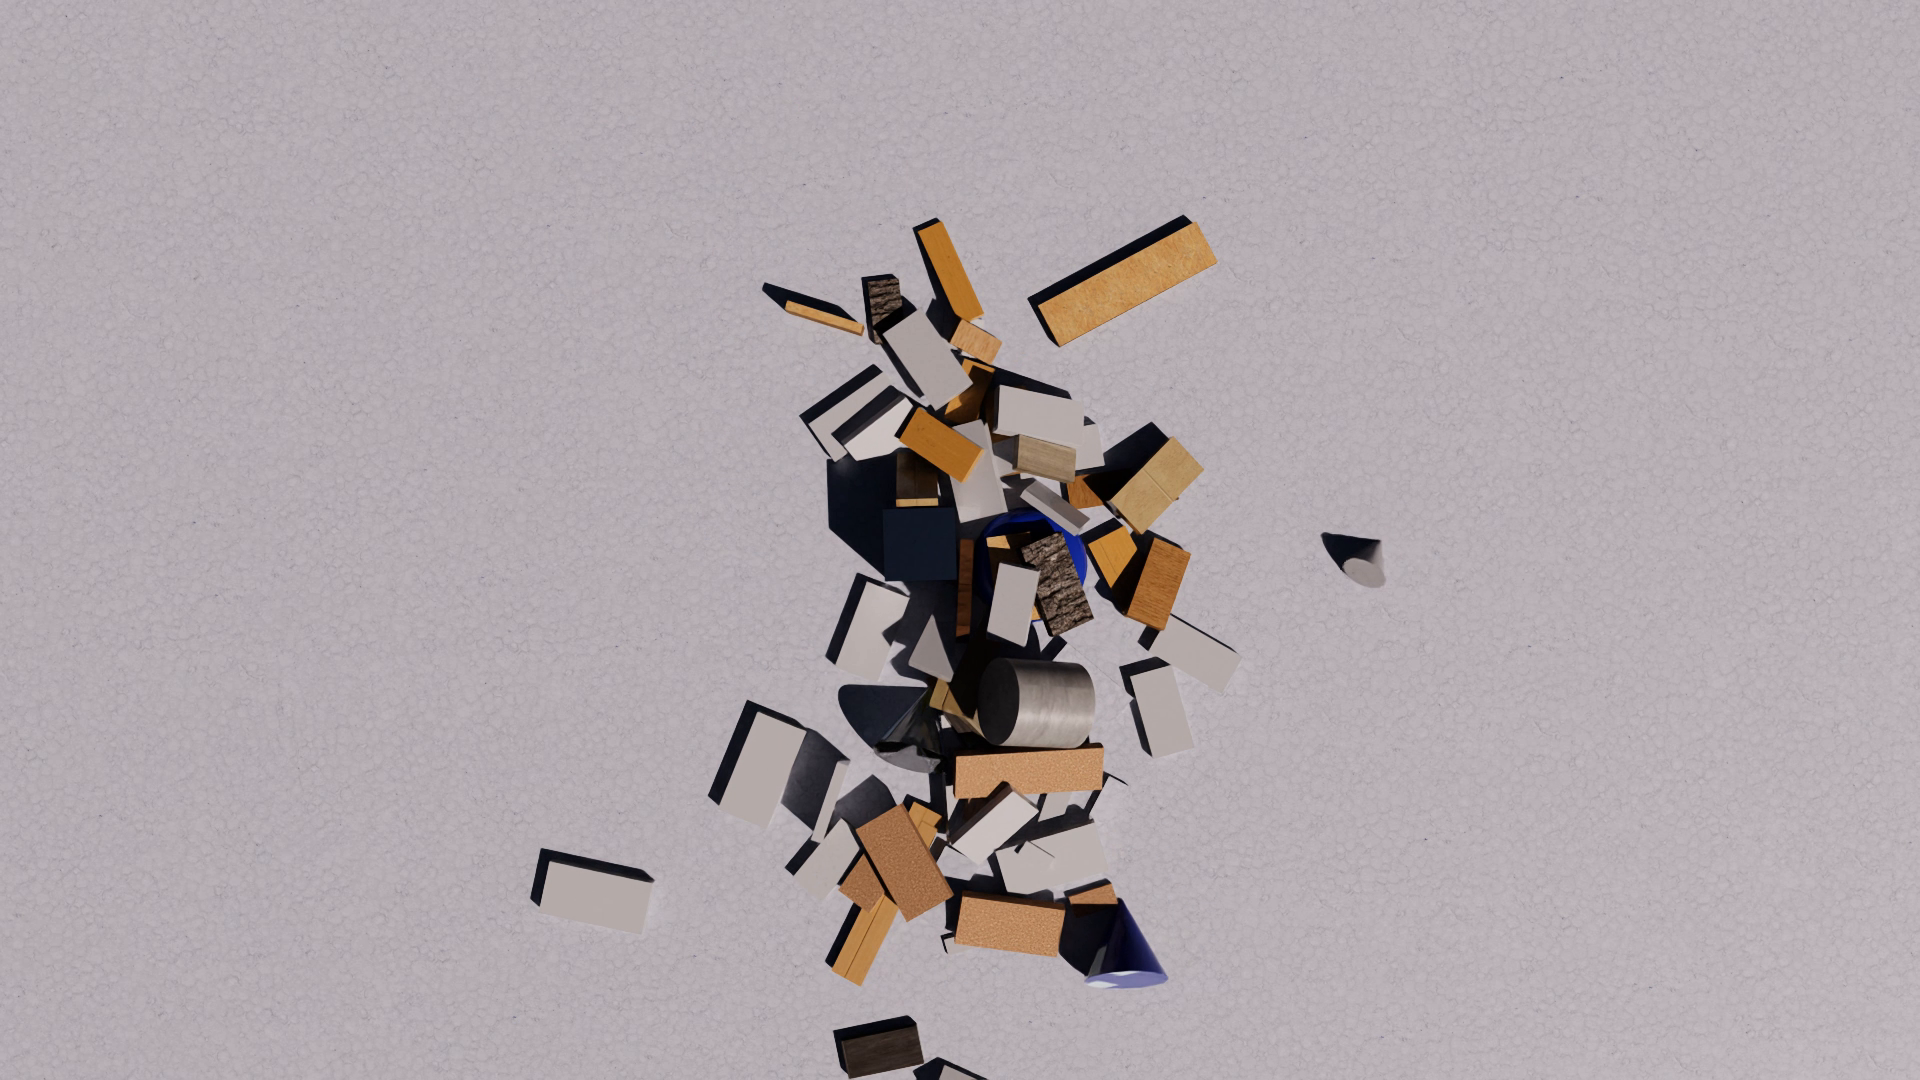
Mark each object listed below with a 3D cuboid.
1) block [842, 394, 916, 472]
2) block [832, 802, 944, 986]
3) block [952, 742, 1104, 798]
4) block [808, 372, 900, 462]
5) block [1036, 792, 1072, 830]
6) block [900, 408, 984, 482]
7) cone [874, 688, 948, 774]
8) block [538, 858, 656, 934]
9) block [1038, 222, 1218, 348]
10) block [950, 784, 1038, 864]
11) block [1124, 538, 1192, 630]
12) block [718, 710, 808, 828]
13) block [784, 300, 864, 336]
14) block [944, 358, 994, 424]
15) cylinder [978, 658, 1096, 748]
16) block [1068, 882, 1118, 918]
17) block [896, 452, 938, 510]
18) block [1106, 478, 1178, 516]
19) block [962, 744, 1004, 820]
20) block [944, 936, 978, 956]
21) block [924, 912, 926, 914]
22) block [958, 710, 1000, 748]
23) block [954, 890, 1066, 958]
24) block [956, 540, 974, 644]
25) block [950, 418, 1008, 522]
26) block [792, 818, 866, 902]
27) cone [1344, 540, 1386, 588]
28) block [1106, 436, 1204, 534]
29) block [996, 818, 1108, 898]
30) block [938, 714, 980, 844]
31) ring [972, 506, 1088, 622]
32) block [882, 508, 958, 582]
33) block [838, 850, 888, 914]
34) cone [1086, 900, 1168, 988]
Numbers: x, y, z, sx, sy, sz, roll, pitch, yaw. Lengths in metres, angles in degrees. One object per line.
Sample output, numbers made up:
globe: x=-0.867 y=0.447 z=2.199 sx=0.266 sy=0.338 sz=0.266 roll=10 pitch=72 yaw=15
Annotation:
block: x=-0.250 y=-0.354 z=5.446 sx=0.257 sy=0.036 sz=0.129 roll=-38 pitch=123 yaw=2
block: x=-0.238 y=1.173 z=5.475 sx=0.110 sy=0.031 sz=0.624 roll=26 pitch=90 yaw=10
block: x=0.225 y=0.756 z=5.409 sx=0.494 sy=0.043 sz=0.152 roll=-2 pitch=108 yaw=-11
block: x=-0.333 y=-0.408 z=5.478 sx=0.304 sy=0.043 sz=0.152 roll=-35 pitch=90 yaw=0
block: x=0.316 y=0.885 z=5.489 sx=0.075 sy=0.021 sz=0.149 roll=19 pitch=90 yaw=0
block: x=-0.060 y=-0.311 z=5.393 sx=0.257 sy=0.036 sz=0.129 roll=34 pitch=103 yaw=14
cone: x=-0.131 y=0.600 z=5.443 sx=0.256 sy=0.256 sz=0.256 roll=15 pitch=63 yaw=0
block: x=-1.204 y=1.184 z=5.475 sx=0.348 sy=0.049 sz=0.174 roll=12 pitch=90 yaw=0
block: x=0.556 y=-0.848 z=5.478 sx=0.593 sy=0.043 sz=0.152 roll=-28 pitch=90 yaw=0
block: x=0.111 y=0.935 z=5.413 sx=0.275 sy=0.039 sz=0.137 roll=-43 pitch=122 yaw=9
block: x=0.652 y=0.146 z=5.442 sx=0.137 sy=0.039 sz=0.275 roll=23 pitch=78 yaw=-10
block: x=-0.654 y=0.762 z=5.475 sx=0.174 sy=0.049 sz=0.348 roll=22 pitch=90 yaw=0
block: x=-0.445 y=-0.731 z=5.448 sx=0.259 sy=0.104 sz=0.029 roll=17 pitch=90 yaw=0
block: x=0.031 y=-0.483 z=5.452 sx=0.103 sy=0.029 sz=0.207 roll=20 pitch=90 yaw=10
cylinder: x=0.242 y=0.523 z=5.280 sx=0.277 sy=0.277 sz=0.277 roll=6 pitch=90 yaw=-27
block: x=0.445 y=1.200 z=5.489 sx=0.149 sy=0.021 sz=0.075 roll=-17 pitch=90 yaw=0
block: x=-0.139 y=-0.195 z=5.382 sx=0.133 sy=0.266 sz=0.038 roll=-2 pitch=127 yaw=0
block: x=0.605 y=-0.161 z=5.459 sx=0.222 sy=0.031 sz=0.111 roll=-14 pitch=91 yaw=-13
block: x=0.090 y=0.806 z=5.453 sx=0.125 sy=0.035 sz=0.250 roll=9 pitch=86 yaw=-17
block: x=0.008 y=1.341 z=5.492 sx=0.112 sy=0.016 sz=0.056 roll=-16 pitch=90 yaw=0
block: x=-0.135 y=1.178 z=5.451 sx=0.016 sy=0.112 sz=0.056 roll=28 pitch=97 yaw=-41
block: x=0.073 y=0.580 z=5.435 sx=0.221 sy=0.031 sz=0.110 roll=46 pitch=63 yaw=-7
block: x=0.164 y=1.267 z=5.446 sx=0.342 sy=0.048 sz=0.171 roll=8 pitch=103 yaw=-3
block: x=0.016 y=0.167 z=5.368 sx=0.043 sy=0.152 sz=0.303 roll=3 pitch=65 yaw=0
block: x=0.044 y=-0.226 z=5.404 sx=0.153 sy=0.043 sz=0.312 roll=-14 pitch=88 yaw=19
block: x=-0.426 y=1.061 z=5.482 sx=0.128 sy=0.036 sz=0.256 roll=39 pitch=90 yaw=0
cone: x=1.369 y=0.056 z=5.467 sx=0.147 sy=0.147 sz=0.147 roll=34 pitch=63 yaw=0
block: x=0.643 y=-0.180 z=5.430 sx=0.307 sy=0.043 sz=0.153 roll=-45 pitch=98 yaw=-10
block: x=0.304 y=1.056 z=5.465 sx=0.342 sy=0.048 sz=0.171 roll=-16 pitch=98 yaw=0
block: x=0.006 y=0.787 z=5.465 sx=0.125 sy=0.035 sz=0.426 roll=-4 pitch=90 yaw=-17
ring: x=0.229 y=0.081 z=5.438 sx=0.384 sy=0.128 sz=0.384 roll=0 pitch=91 yaw=1
block: x=-0.129 y=0.015 z=5.385 sx=0.231 sy=0.231 sz=0.231 roll=-2 pitch=90 yaw=0
block: x=-0.275 y=1.090 z=5.453 sx=0.128 sy=0.036 sz=0.256 roll=35 pitch=92 yaw=10
cone: x=0.542 y=1.314 z=5.439 sx=0.272 sy=0.272 sz=0.272 roll=-1 pitch=63 yaw=0
